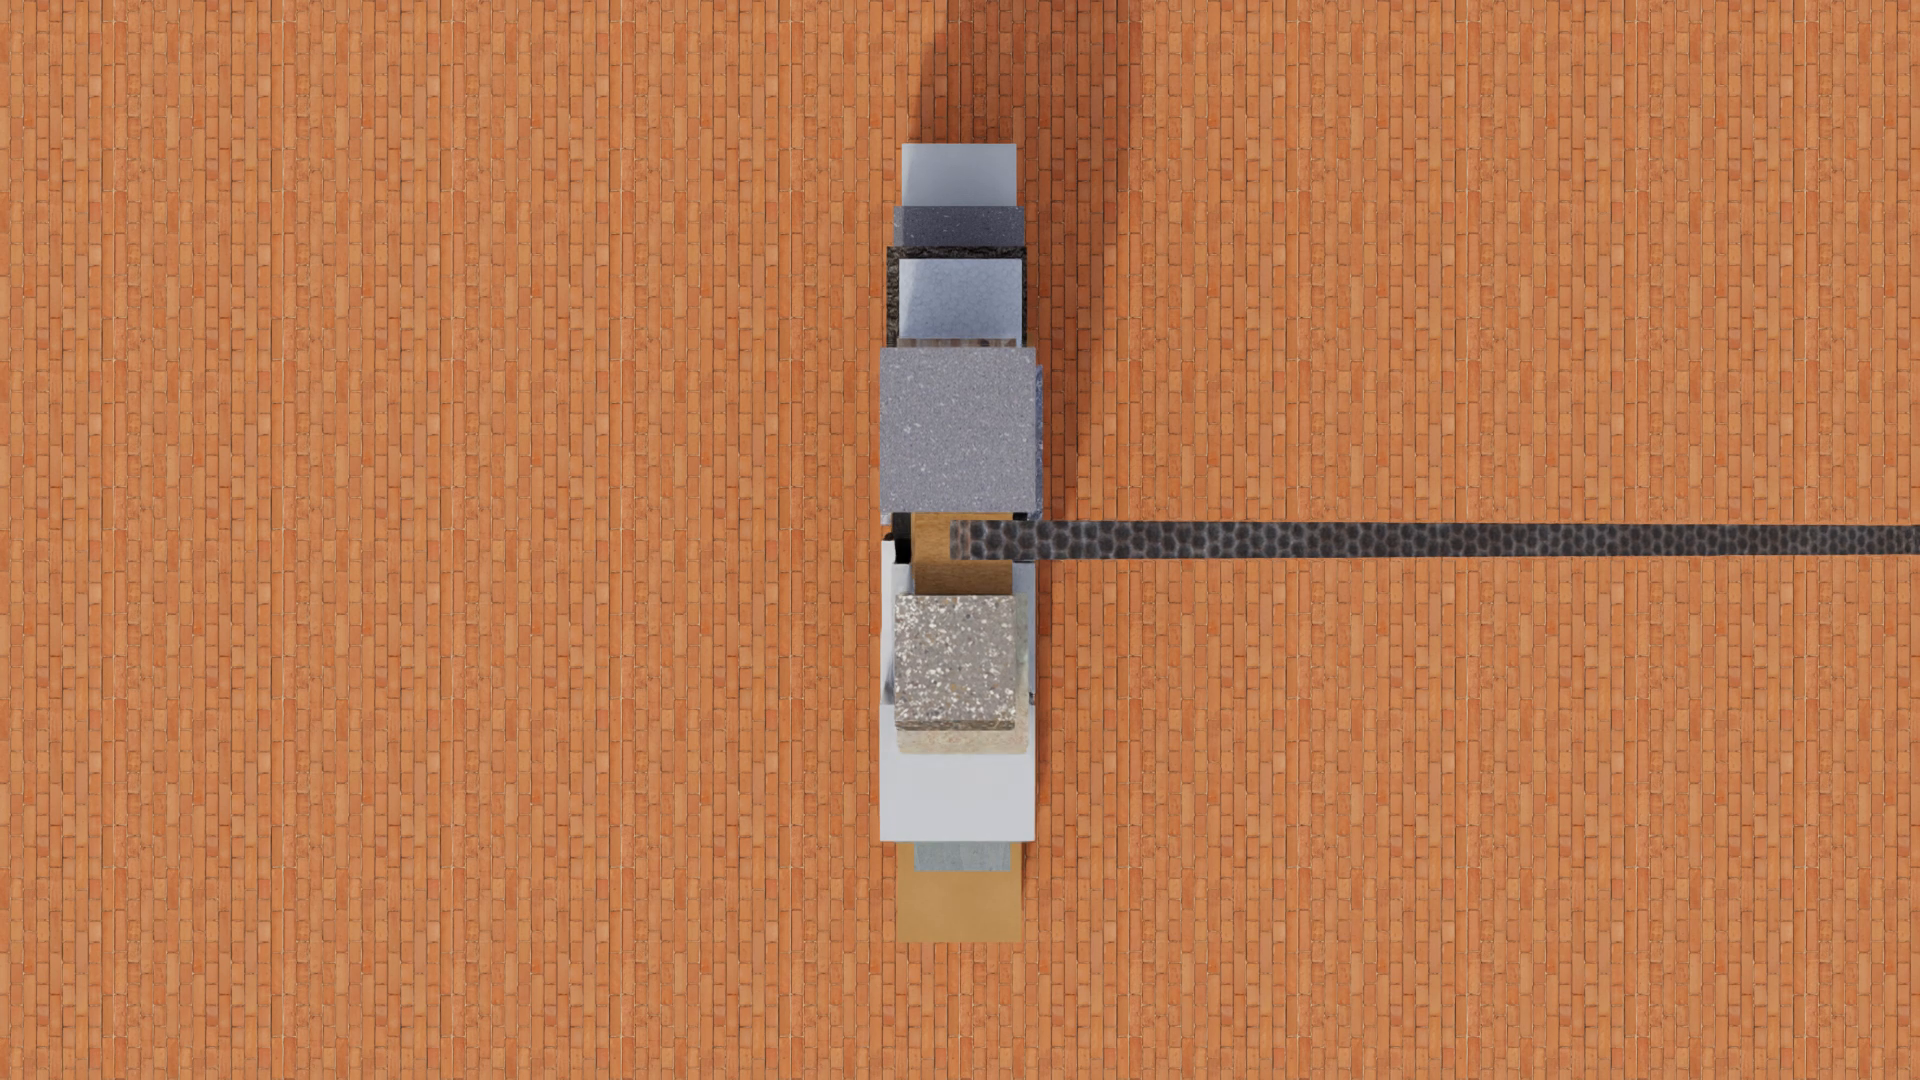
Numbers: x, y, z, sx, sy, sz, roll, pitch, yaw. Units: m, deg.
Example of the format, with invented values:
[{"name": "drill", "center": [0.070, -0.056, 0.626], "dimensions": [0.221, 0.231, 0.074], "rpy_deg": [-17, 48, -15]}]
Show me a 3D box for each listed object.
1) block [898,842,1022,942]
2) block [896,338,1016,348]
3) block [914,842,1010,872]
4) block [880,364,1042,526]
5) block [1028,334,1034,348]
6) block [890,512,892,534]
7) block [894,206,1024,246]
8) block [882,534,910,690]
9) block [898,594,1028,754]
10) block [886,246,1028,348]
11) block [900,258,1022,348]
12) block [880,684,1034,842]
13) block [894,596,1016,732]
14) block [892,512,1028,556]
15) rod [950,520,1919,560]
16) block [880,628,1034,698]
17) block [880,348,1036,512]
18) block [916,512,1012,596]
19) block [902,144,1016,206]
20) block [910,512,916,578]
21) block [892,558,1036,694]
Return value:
[{"name": "block", "center": [-0.003, 1.846, 12.611], "dimensions": [0.687, 0.778, 0.781], "rpy_deg": [0, 90, 0]}, {"name": "block", "center": [-0.016, -0.595, 9.712], "dimensions": [0.511, 0.575, 0.564], "rpy_deg": [0, 92, 0]}, {"name": "block", "center": [0.013, 1.473, 11.940], "dimensions": [0.512, 0.564, 0.566], "rpy_deg": [0, 90, 0]}, {"name": "block", "center": [0.010, -0.523, 12.525], "dimensions": [0.889, 0.949, 0.877], "rpy_deg": [0, 90, 0]}, {"name": "block", "center": [0.015, -0.669, 11.689], "dimensions": [0.737, 0.724, 0.793], "rpy_deg": [0, 90, 0]}, {"name": "block", "center": [-0.018, 0.101, 11.708], "dimensions": [0.677, 0.702, 0.705], "rpy_deg": [0, 93, 0]}, {"name": "block", "center": [-0.007, -1.416, 11.969], "dimensions": [0.688, 0.815, 0.680], "rpy_deg": [0, 90, 0]}, {"name": "block", "center": [-0.019, 0.361, 10.981], "dimensions": [0.714, 0.774, 0.755], "rpy_deg": [0, 93, 0]}, {"name": "block", "center": [0.013, 0.598, 9.690], "dimensions": [0.561, 0.542, 0.649], "rpy_deg": [0, 79, 0]}, {"name": "block", "center": [-0.015, -1.073, 10.968], "dimensions": [0.678, 0.719, 0.677], "rpy_deg": [0, 89, 0]}, {"name": "block", "center": [0.003, -0.994, 10.303], "dimensions": [0.556, 0.607, 0.558], "rpy_deg": [0, 89, 0]}, {"name": "block", "center": [-0.012, 1.031, 10.296], "dimensions": [0.702, 0.672, 0.623], "rpy_deg": [0, 94, 0]}, {"name": "block", "center": [-0.019, 0.522, 9.183], "dimensions": [0.493, 0.478, 0.514], "rpy_deg": [0, 80, 0]}, {"name": "block", "center": [-0.001, -0.319, 10.344], "dimensions": [0.612, 0.580, 0.700], "rpy_deg": [0, 79, 0]}, {"name": "rod", "center": [2.212, 0.000, 5.820], "dimensions": [5.200, 0.080, 0.080], "rpy_deg": [0, 90, -32]}, {"name": "block", "center": [-0.014, 0.823, 11.851], "dimensions": [0.804, 0.734, 0.728], "rpy_deg": [0, 91, 0]}, {"name": "block", "center": [-0.010, -0.452, 9.097], "dimensions": [0.620, 0.665, 0.657], "rpy_deg": [0, 92, 0]}, {"name": "block", "center": [0.016, 0.055, 9.282], "dimensions": [0.404, 0.346, 0.373], "rpy_deg": [0, 92, 0]}, {"name": "block", "center": [-0.005, -1.919, 12.705], "dimensions": [0.647, 0.591, 0.636], "rpy_deg": [0, 90, 0]}, {"name": "block", "center": [-0.012, -0.077, 9.800], "dimensions": [0.407, 0.381, 0.477], "rpy_deg": [0, 92, 0]}, {"name": "block", "center": [0.016, 0.393, 10.328], "dimensions": [0.657, 0.533, 0.595], "rpy_deg": [0, 93, 0]}]
